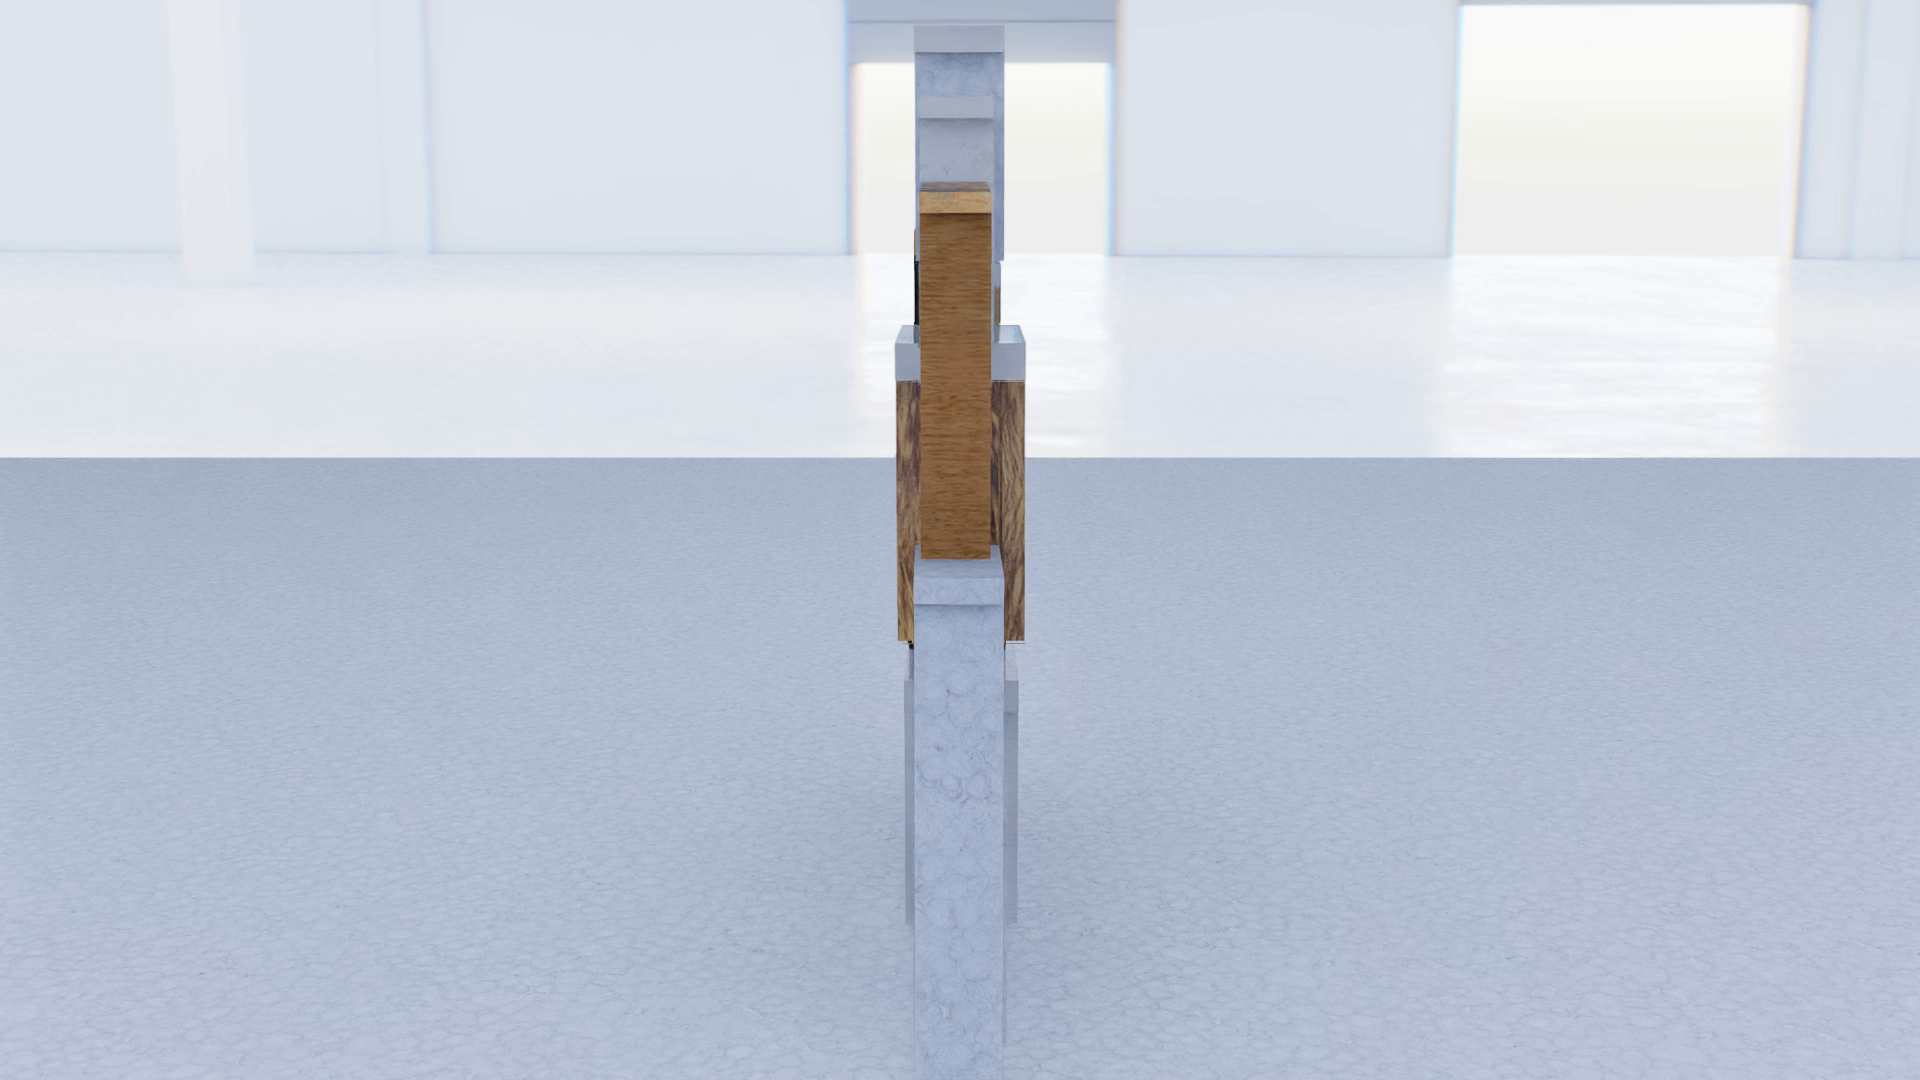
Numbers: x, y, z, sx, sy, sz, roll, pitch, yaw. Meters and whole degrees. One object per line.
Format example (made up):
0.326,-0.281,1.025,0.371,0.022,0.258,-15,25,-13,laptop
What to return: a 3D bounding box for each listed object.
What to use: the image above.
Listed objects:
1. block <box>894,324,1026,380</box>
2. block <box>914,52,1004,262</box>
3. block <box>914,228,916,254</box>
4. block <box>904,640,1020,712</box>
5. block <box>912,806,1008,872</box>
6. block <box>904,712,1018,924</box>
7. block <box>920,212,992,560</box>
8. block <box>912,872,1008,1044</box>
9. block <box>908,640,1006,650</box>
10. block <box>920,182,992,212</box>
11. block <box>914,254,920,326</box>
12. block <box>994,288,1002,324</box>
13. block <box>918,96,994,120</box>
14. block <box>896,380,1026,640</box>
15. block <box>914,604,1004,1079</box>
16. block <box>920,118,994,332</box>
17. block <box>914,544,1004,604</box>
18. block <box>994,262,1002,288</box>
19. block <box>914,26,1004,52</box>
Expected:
0.001,-0.270,3.144,0.178,0.050,0.355,0,9,0,block
-0.001,-0.585,3.363,0.136,0.313,0.039,0,10,-1,block
-0.005,-0.506,3.684,0.140,0.040,0.280,0,11,0,block
0.002,0.211,3.605,0.180,0.051,0.359,0,11,0,block
0.000,0.410,3.117,0.130,0.037,0.259,0,11,0,block
0.002,0.434,3.524,0.180,0.359,0.051,0,11,0,block
-0.006,-0.201,2.886,0.092,0.456,0.026,0,11,-1,block
0.000,0.571,3.059,0.130,0.259,0.037,0,10,0,block
-0.004,0.019,3.623,0.160,0.320,0.045,0,11,0,block
-0.007,-0.452,2.900,0.092,0.026,0.184,0,13,0,block
-0.005,-0.332,3.622,0.140,0.280,0.040,0,11,0,block
0.001,-0.170,3.392,0.122,0.443,0.035,0,12,-1,block
-0.004,-0.626,3.195,0.105,0.030,0.211,0,10,1,block
0.001,-0.044,3.065,0.178,0.368,0.050,0,11,0,block
-0.001,0.399,2.890,0.115,0.660,0.033,0,10,0,block
-0.004,-0.451,3.157,0.105,0.301,0.030,0,11,0,block
-0.003,0.044,2.903,0.115,0.033,0.230,0,11,-1,block
0.000,-0.420,3.426,0.122,0.035,0.245,0,10,0,block
-0.001,-0.774,3.422,0.136,0.039,0.273,0,10,0,block
